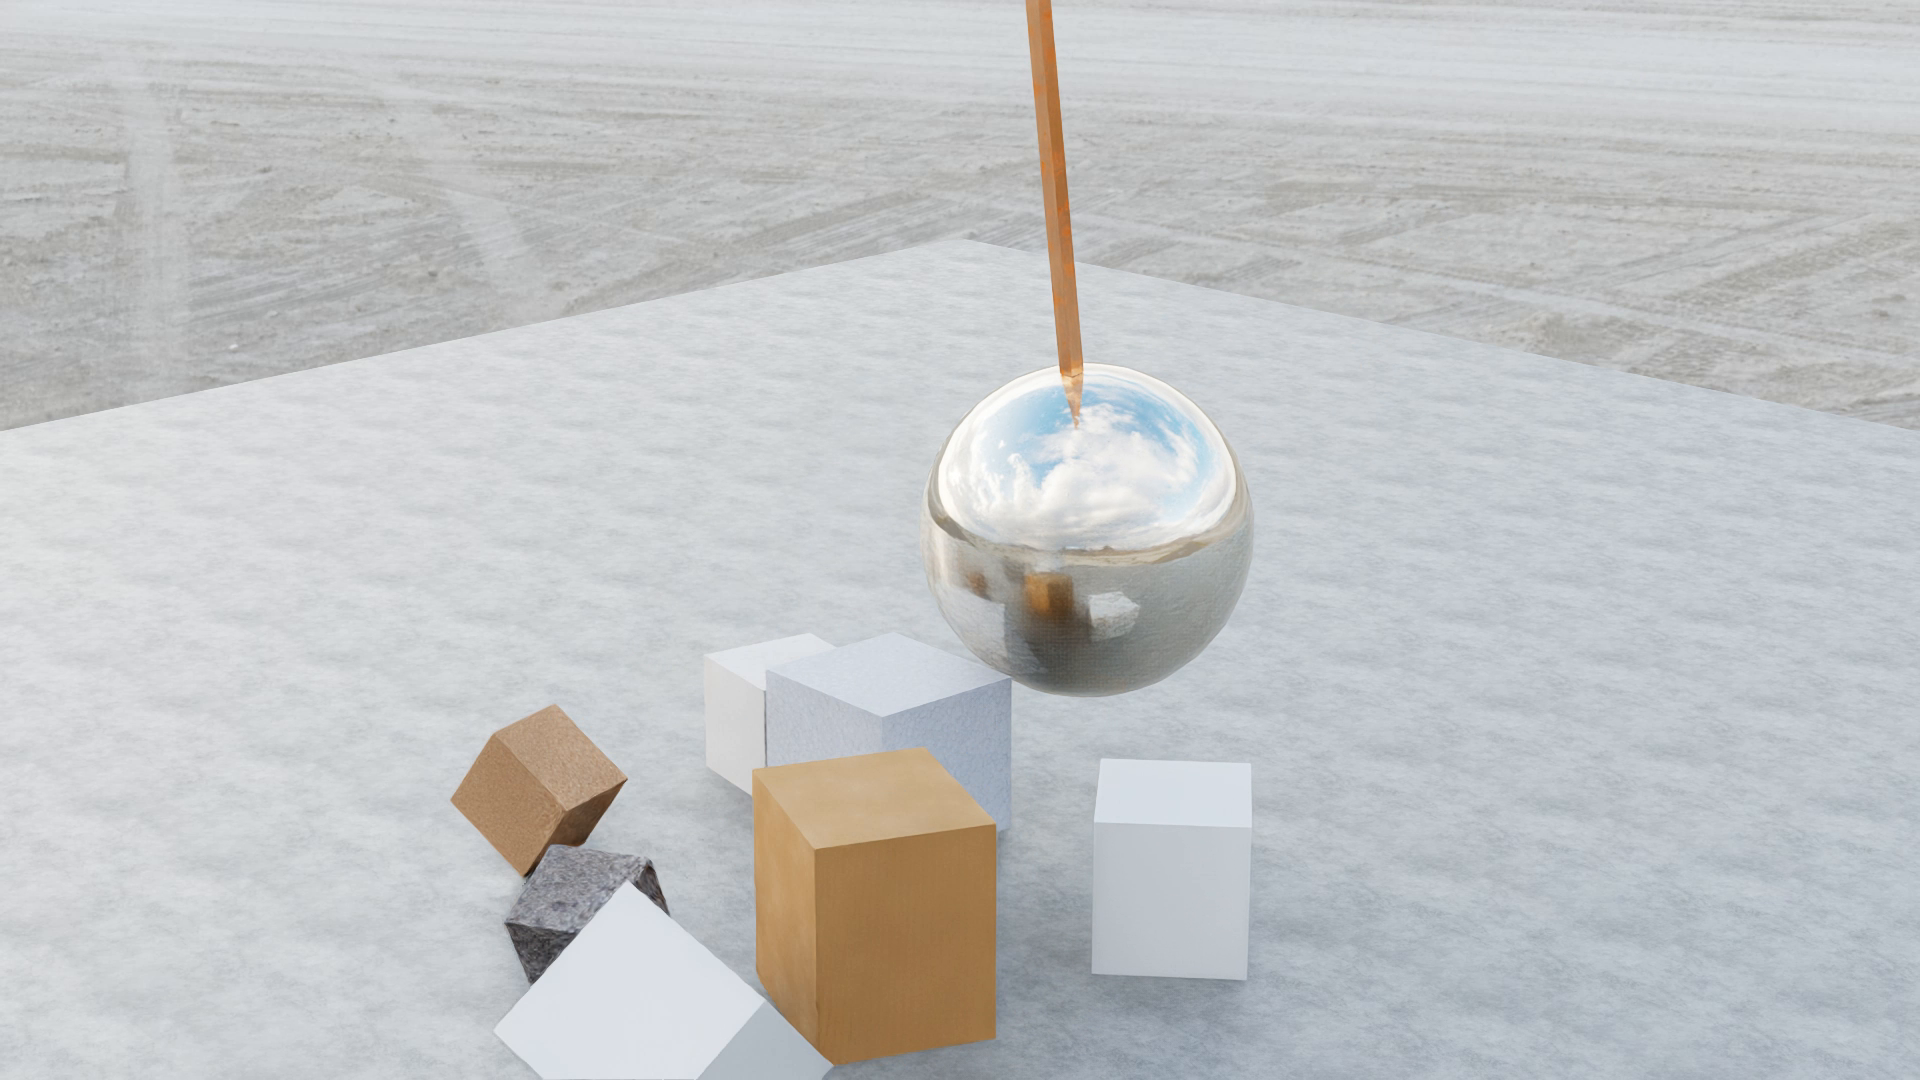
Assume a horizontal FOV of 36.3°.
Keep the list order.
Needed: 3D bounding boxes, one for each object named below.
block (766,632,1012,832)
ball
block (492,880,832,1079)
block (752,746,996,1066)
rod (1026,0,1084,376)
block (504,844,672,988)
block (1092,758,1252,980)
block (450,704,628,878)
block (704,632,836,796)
[{"bbox_3d":[-0.339,0.989,13.927,0.793,0.763,0.858,-15,23,-39],"label":"block"},{"bbox_3d":[0.601,-0.047,13.957,1.600,1.600,1.600,0,17,0],"label":"ball"},{"bbox_3d":[-1.052,1.821,10.496,0.724,0.778,0.701,36,78,29],"label":"block"},{"bbox_3d":[-0.358,1.488,12.033,0.755,0.945,0.881,-6,18,-19],"label":"block"},{"bbox_3d":[0.260,-3.156,12.623,0.080,5.200,0.080,17,32,42],"label":"rod"},{"bbox_3d":[-1.525,1.613,12.166,0.467,0.474,0.444,5,43,22],"label":"block"},{"bbox_3d":[0.919,1.414,12.681,0.658,0.698,0.720,2,18,5],"label":"block"},{"bbox_3d":[-1.943,1.153,13.536,0.505,0.479,0.449,44,33,13],"label":"block"},{"bbox_3d":[-0.852,0.880,14.556,0.609,0.594,0.608,-11,21,-31],"label":"block"}]
